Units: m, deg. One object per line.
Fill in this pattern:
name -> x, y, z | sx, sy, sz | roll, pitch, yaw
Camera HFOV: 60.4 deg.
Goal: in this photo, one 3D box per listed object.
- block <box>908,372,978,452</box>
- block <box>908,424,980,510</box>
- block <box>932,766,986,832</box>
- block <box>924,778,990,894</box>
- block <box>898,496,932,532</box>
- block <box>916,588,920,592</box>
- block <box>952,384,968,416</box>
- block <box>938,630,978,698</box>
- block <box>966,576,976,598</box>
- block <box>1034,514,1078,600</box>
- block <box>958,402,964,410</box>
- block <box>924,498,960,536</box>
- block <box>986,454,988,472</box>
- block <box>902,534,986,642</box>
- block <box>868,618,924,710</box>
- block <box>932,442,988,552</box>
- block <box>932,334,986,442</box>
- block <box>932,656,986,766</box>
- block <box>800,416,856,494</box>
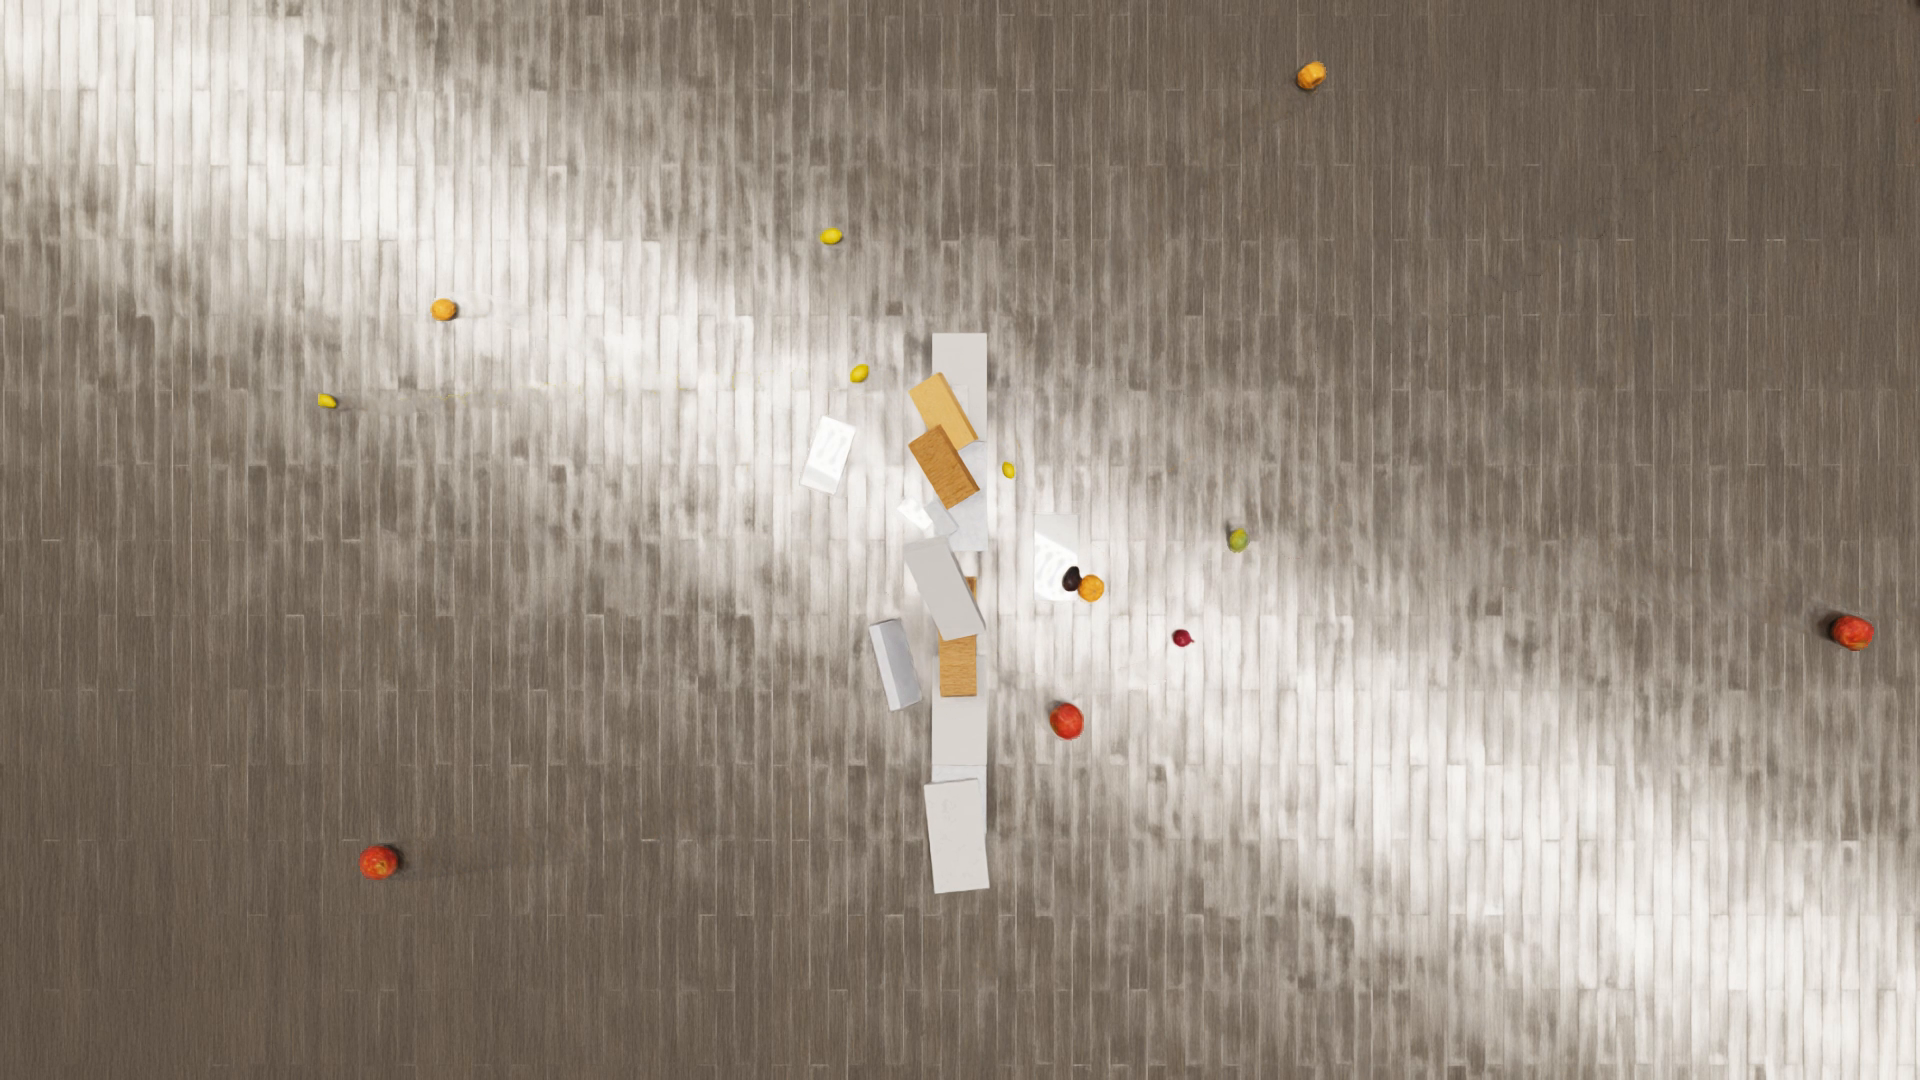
block -> -0.052, -0.385, 5.077 | 0.118, 0.033, 0.236 | -31, 87, 26
block -> -0.050, -0.224, 5.072 | 0.118, 0.033, 0.236 | -31, 90, 28
block -> -0.002, 0.789, 5.475 | 0.178, 0.050, 0.356 | 0, 90, 0
block -> -0.011, 0.971, 5.424 | 0.178, 0.050, 0.356 | -6, 91, 0
block -> -0.147, -0.088, 5.492 | 0.115, 0.016, 0.058 | 41, 90, 0
block -> -0.076, 0.089, 5.408 | 0.058, 0.230, 0.016 | 0, 47, -30
block -> 0.002, -0.432, 5.111 | 0.046, 0.013, 0.096 | -3, 90, 0
block -> -0.007, 0.391, 5.363 | 0.118, 0.034, 0.237 | -2, 72, -1
block -> -0.006, 0.240, 5.447 | 0.118, 0.034, 0.237 | 1, 72, 0
block -> 0.318, 0.058, 5.480 | 0.142, 0.040, 0.284 | 0, 90, 0
block -> -0.010, -0.376, 5.093 | 0.046, 0.013, 0.093 | -11, 87, 26
block -> -0.057, -0.069, 5.092 | 0.058, 0.016, 0.115 | -37, 90, 32
block -> 0.002, -0.244, 5.331 | 0.169, 0.338, 0.048 | 0, 90, 0
block -> -0.047, 0.156, 5.205 | 0.142, 0.040, 0.420 | -13, 133, 12
block -> -0.210, 0.406, 5.429 | 0.040, 0.142, 0.284 | -15, 90, 30
block -> 0.000, -0.134, 5.139 | 0.169, 0.048, 0.337 | -1, 90, 0
block -> -0.001, -0.474, 5.141 | 0.167, 0.047, 0.335 | 0, 90, 0
block -> -0.002, 0.563, 5.435 | 0.178, 0.050, 0.356 | 0, 77, 0
block -> -0.436, -0.281, 5.483 | 0.118, 0.033, 0.236 | 18, 90, 0
